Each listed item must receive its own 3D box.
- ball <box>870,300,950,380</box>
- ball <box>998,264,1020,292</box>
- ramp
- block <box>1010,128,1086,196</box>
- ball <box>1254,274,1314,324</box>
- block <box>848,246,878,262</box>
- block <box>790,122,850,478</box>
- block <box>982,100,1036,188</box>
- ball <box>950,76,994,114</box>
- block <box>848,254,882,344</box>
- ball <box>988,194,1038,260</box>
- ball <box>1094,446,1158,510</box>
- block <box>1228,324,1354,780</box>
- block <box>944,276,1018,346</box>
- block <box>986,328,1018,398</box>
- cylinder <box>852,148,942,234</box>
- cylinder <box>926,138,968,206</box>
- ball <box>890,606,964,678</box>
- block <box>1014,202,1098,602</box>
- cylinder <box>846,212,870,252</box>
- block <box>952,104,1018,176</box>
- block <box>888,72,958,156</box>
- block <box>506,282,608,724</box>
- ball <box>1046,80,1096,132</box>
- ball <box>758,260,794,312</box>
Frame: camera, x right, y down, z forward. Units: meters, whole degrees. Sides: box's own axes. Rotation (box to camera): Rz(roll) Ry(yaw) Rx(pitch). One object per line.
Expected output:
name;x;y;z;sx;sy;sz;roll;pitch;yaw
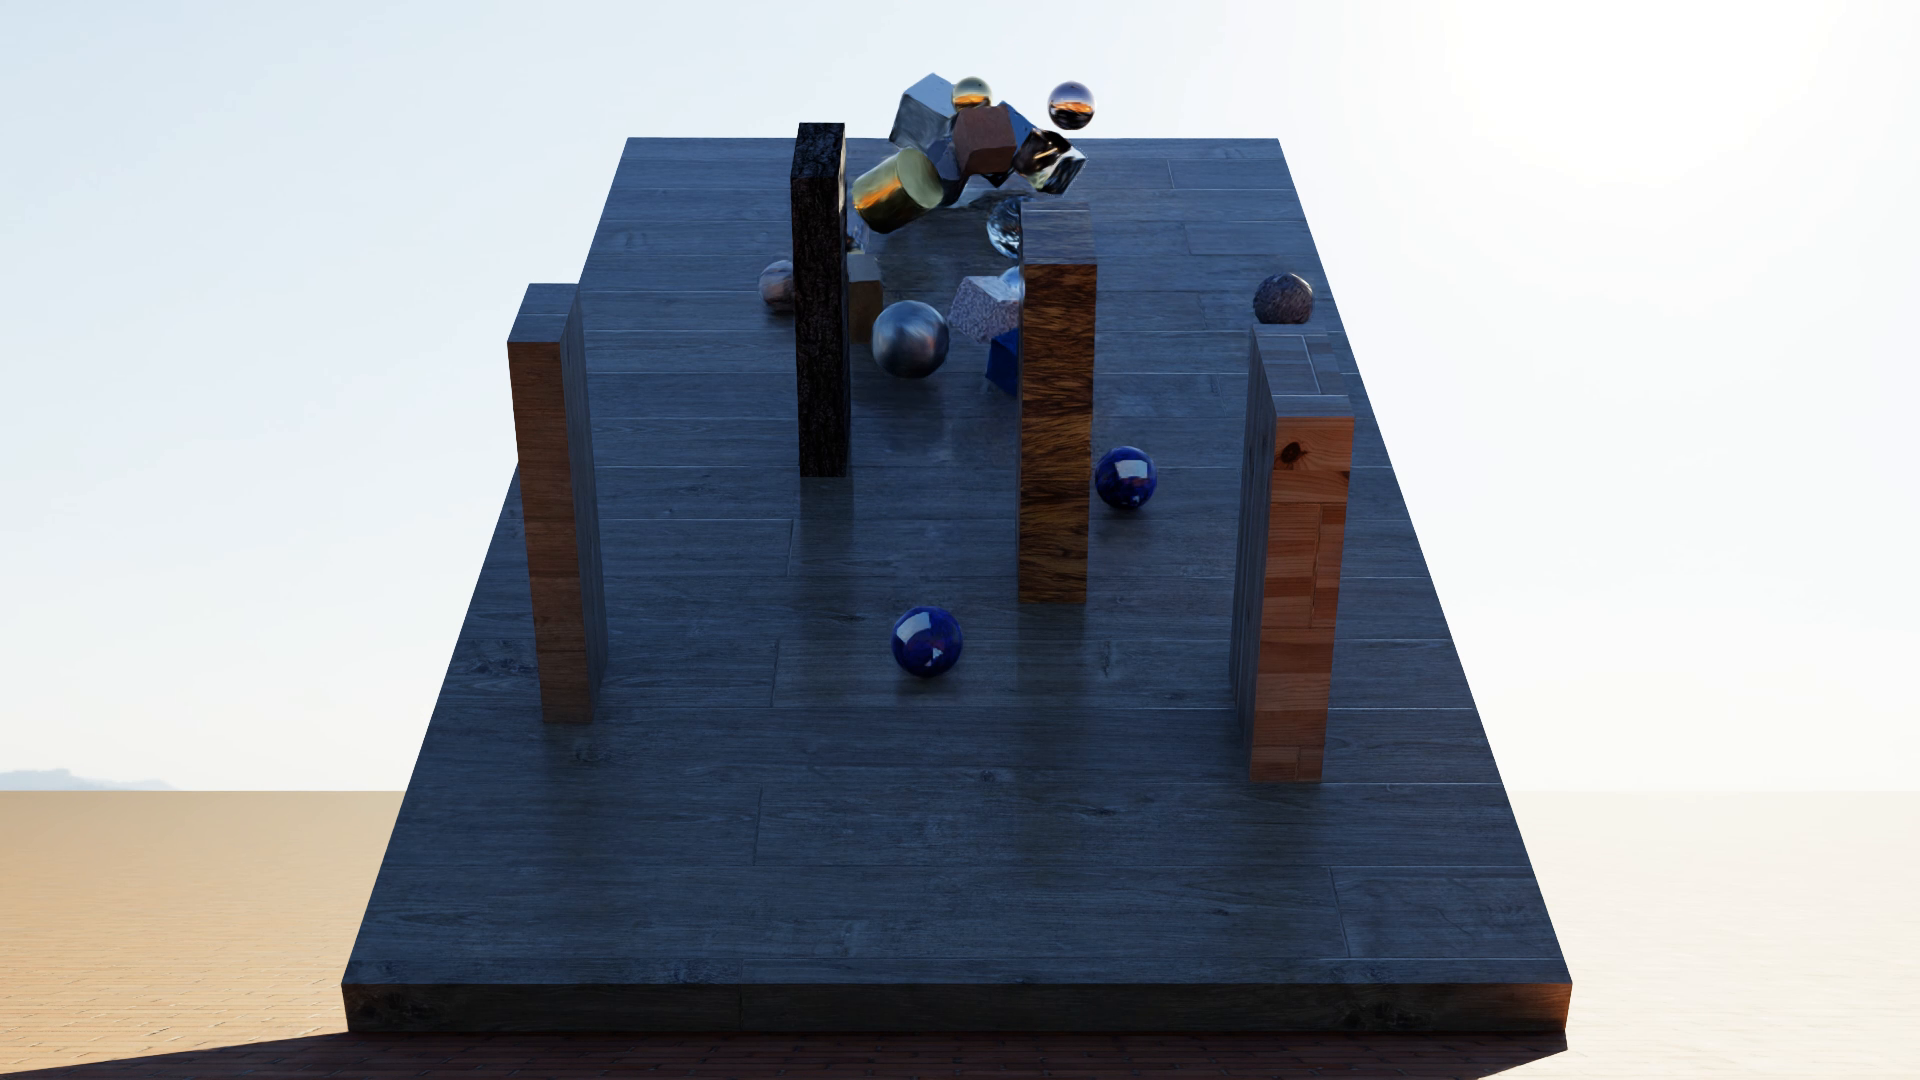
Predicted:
ball;-0.121;-0.485;5.852;0.195;0.195;0.195;0;-6;0
ball;0.163;-0.627;6.145;0.156;0.156;0.156;0;-6;0
ramp;-0.012;-0.215;5.672;2.000;0.100;4.000;0;29;0
block;0.250;-1.075;6.838;0.129;0.129;0.129;46;25;22
ball;0.822;-0.602;6.110;0.151;0.151;0.151;0;-6;0
block;-0.298;-0.684;6.264;0.113;0.113;0.113;28;39;21
block;-0.310;-0.539;5.414;0.102;0.716;0.347;0;29;0
block;0.118;-1.152;6.995;0.147;0.147;0.147;40;-33;3
ball;0.036;-1.294;7.043;0.126;0.126;0.126;0;-6;0
block;-0.292;-0.609;6.095;0.171;0.171;0.171;-4;30;-7
ball;0.162;-0.848;6.521;0.175;0.175;0.175;0;-6;0
ball;0.364;-0.136;5.287;0.140;0.140;0.140;0;-6;0
block;0.596;0.024;4.388;0.130;0.743;0.382;0;29;0
block;0.065;-0.555;5.812;0.122;0.122;0.122;39;27;29
block;0.149;-0.431;5.819;0.113;0.113;0.113;-26;49;-38
cylinder;-0.172;-0.961;6.632;0.178;0.178;0.178;-25;-20;38
cylinder;-0.044;-1.045;6.847;0.138;0.138;0.138;2;-25;-15
ball;-0.064;0.198;4.688;0.142;0.142;0.142;0;-6;0
block;0.191;-0.278;4.915;0.139;0.751;0.325;0;29;0
cylinder;-0.305;-0.787;6.358;0.118;0.118;0.118;-1;35;8
block;0.068;-1.119;6.734;0.134;0.134;0.134;-8;-22;-15
block;-0.077;-1.255;7.185;0.174;0.174;0.174;32;42;13
block;-0.743;-0.061;4.480;0.092;0.793;0.258;0;29;0
ball;0.324;-1.261;6.987;0.145;0.145;0.145;0;-6;0
ball;-0.456;-0.657;6.223;0.130;0.130;0.130;0;-6;0
